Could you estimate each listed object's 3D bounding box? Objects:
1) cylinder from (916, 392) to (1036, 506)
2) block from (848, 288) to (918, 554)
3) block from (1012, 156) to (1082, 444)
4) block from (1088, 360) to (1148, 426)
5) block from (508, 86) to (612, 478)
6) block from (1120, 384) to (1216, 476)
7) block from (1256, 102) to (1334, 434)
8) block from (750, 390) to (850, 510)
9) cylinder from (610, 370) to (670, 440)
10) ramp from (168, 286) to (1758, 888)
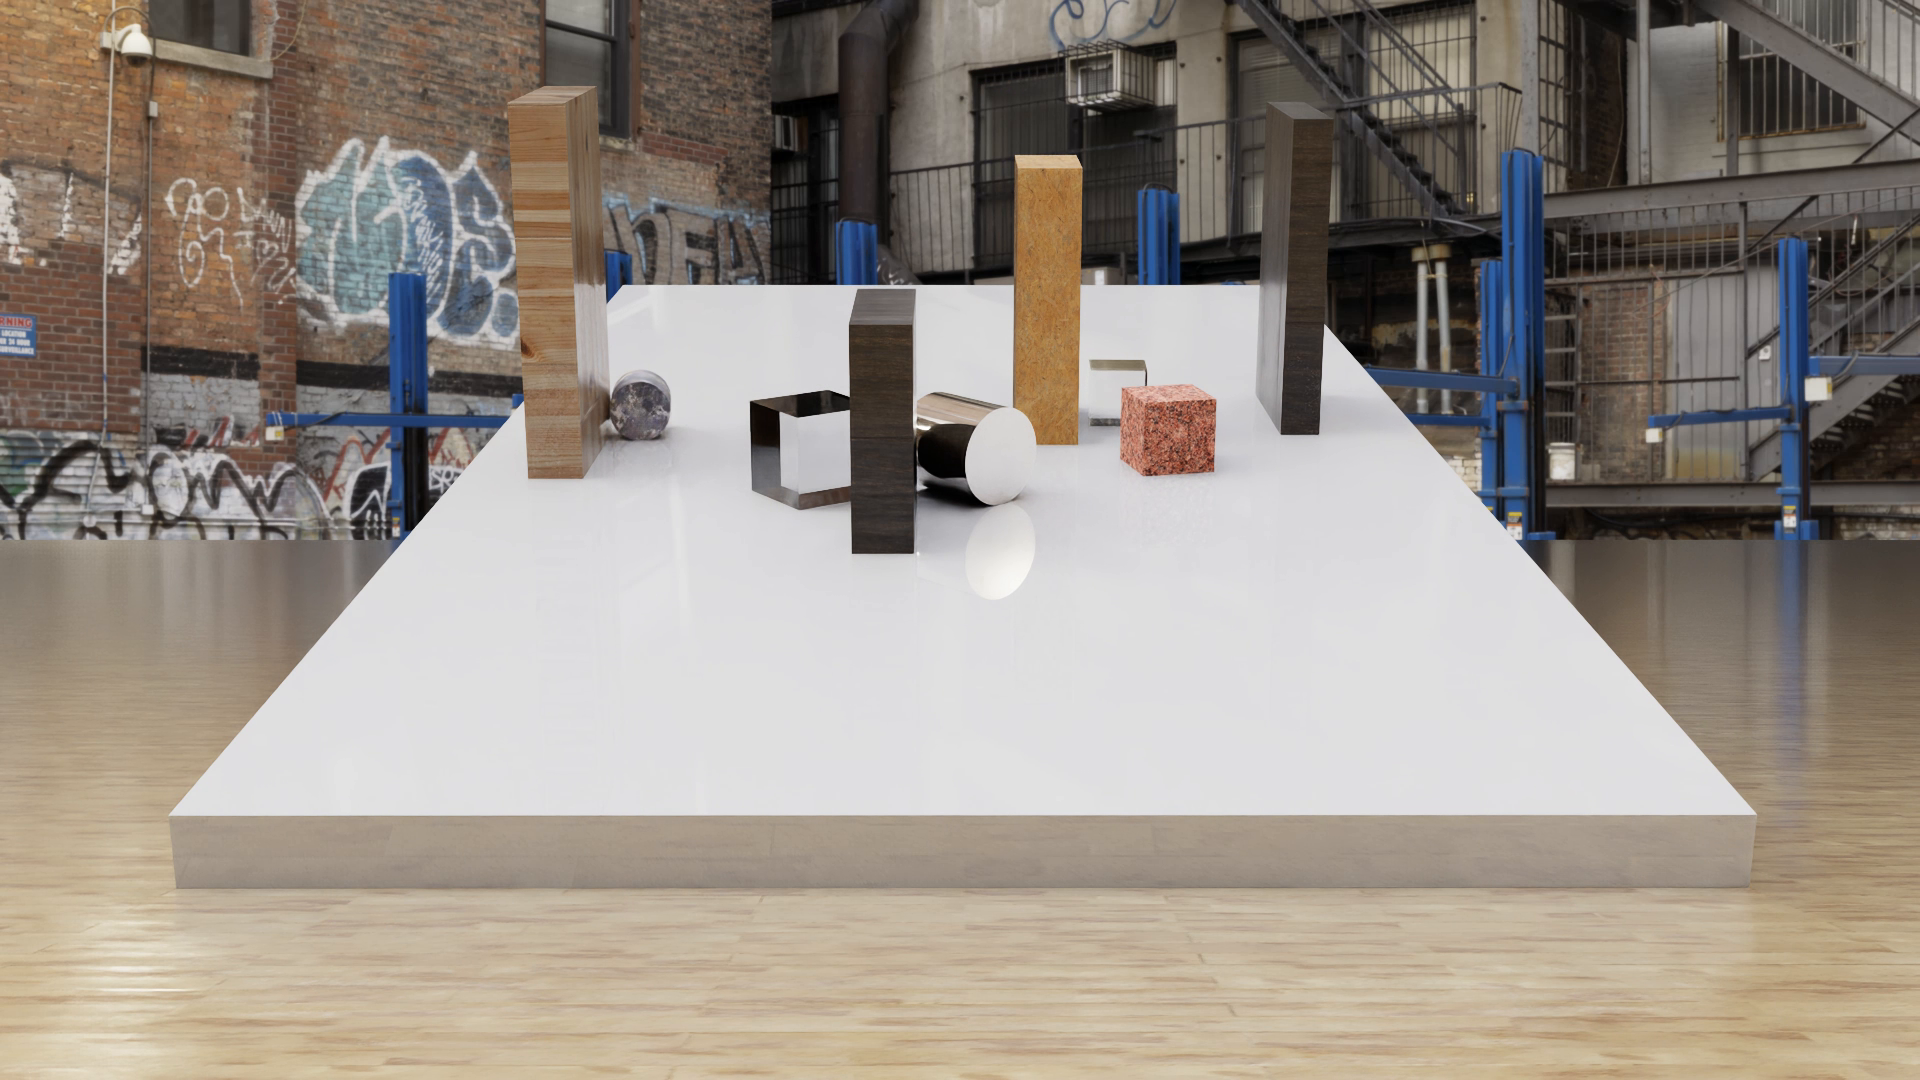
[{"bbox_3d":[0.014,-0.178,4.254,0.189,0.189,0.189,0,12,-44],"label":"cylinder"},{"bbox_3d":[-0.137,-0.223,4.012,0.110,0.409,0.366,0,16,0],"label":"block"},{"bbox_3d":[0.184,-0.515,4.713,0.132,0.581,0.244,0,16,0],"label":"block"},{"bbox_3d":[0.348,-0.326,4.886,0.124,0.124,0.124,0,16,1],"label":"block"},{"bbox_3d":[-0.806,-0.530,4.484,0.109,0.737,0.391,0,16,0],"label":"block"},{"bbox_3d":[0.422,-0.225,4.487,0.150,0.150,0.150,-4,17,-13],"label":"block"},{"bbox_3d":[0.733,-0.607,4.871,0.084,0.672,0.412,0,16,0],"label":"block"},{"bbox_3d":[-0.282,-0.176,4.266,0.179,0.179,0.179,-11,19,-33],"label":"block"},{"bbox_3d":[-0.687,-0.291,4.755,0.128,0.128,0.128,0,16,-7],"label":"cylinder"},{"bbox_3d":[-0.002,-0.161,4.716,2.000,0.100,4.000,0,16,0],"label":"ramp"}]
